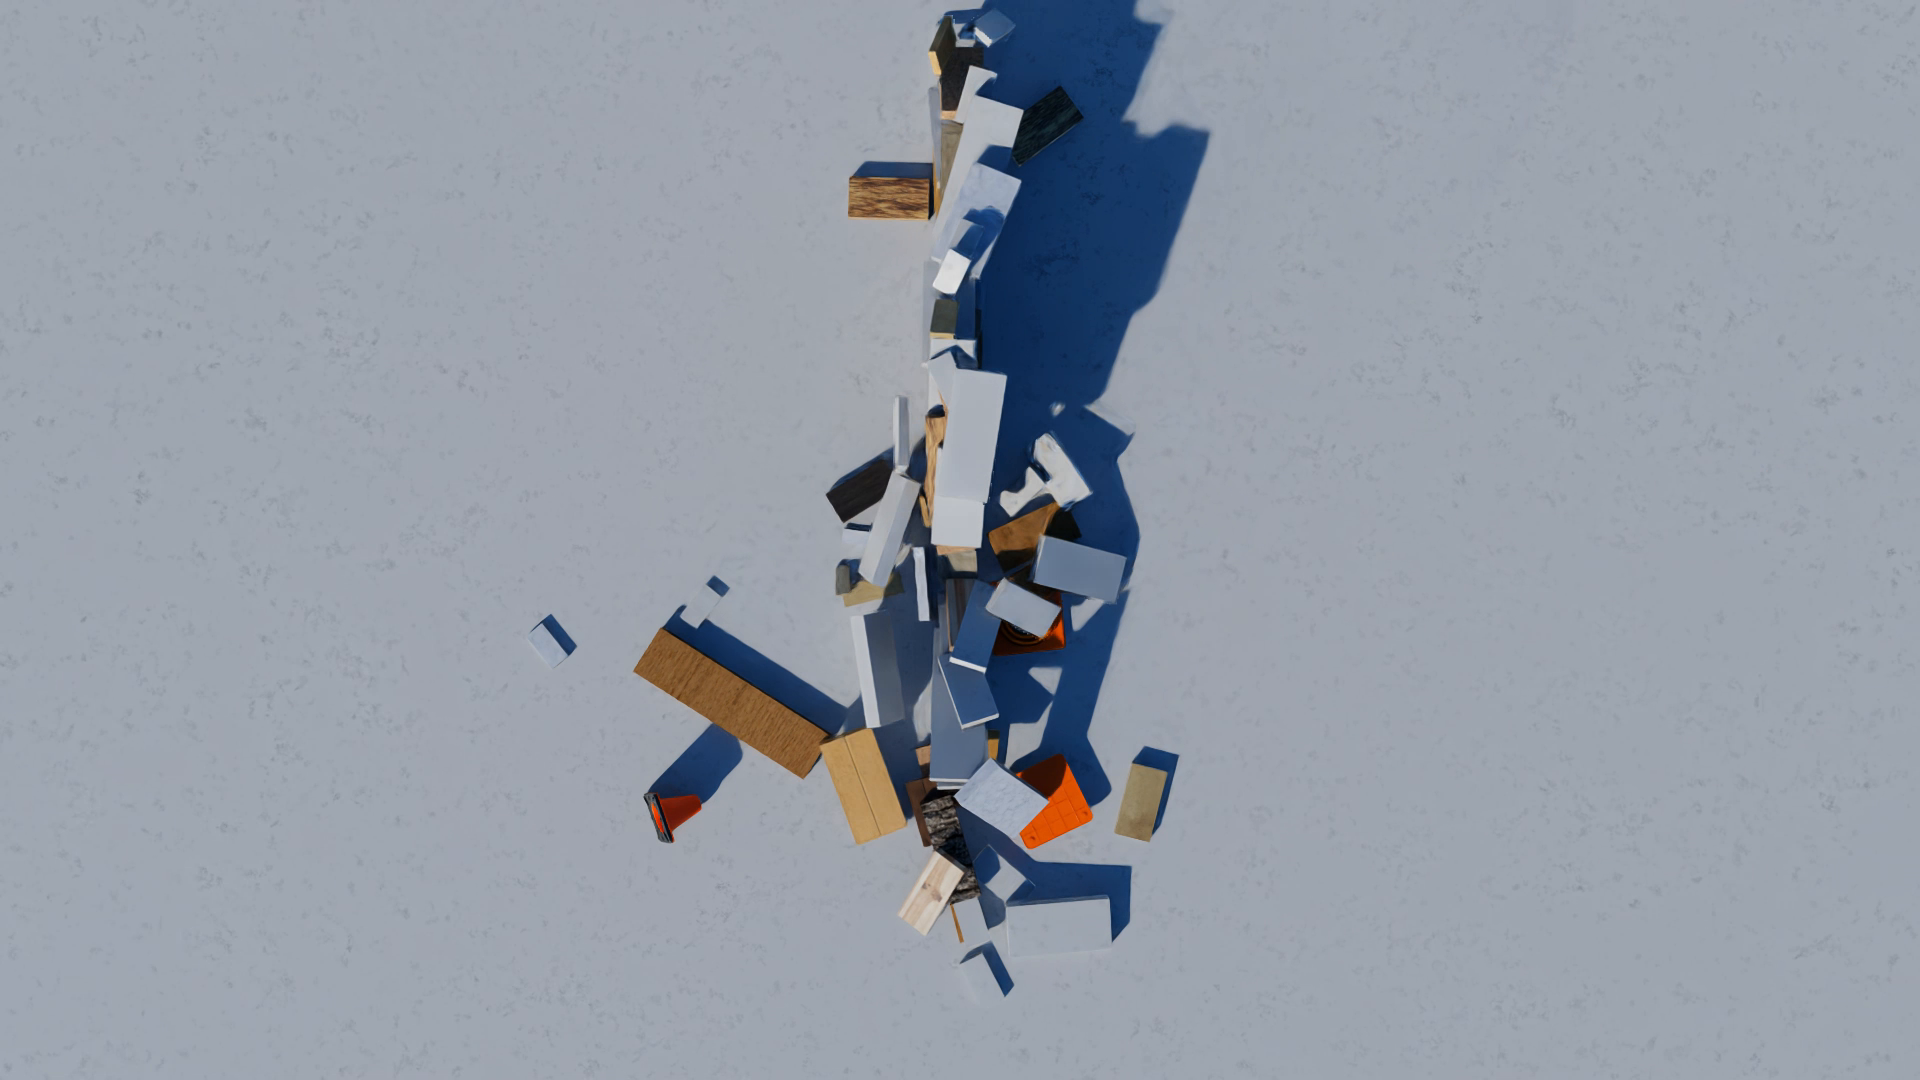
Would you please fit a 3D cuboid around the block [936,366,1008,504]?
[{"bbox_3d":[0.035,-0.322,5.041,0.157,0.045,0.400,8,105,-1],"label":"block"}]

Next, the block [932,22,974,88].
[{"bbox_3d":[-0.006,-1.436,5.481,0.133,0.038,0.546,-4,90,0],"label":"block"}]

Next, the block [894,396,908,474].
[{"bbox_3d":[-0.189,-0.339,5.341,0.032,0.113,0.226,1,80,-8],"label":"block"}]

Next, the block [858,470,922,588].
[{"bbox_3d":[-0.232,-0.037,5.390,0.051,0.179,0.357,17,96,-20],"label":"block"}]

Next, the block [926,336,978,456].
[{"bbox_3d":[-0.026,-0.444,5.134,0.143,0.040,0.376,3,110,0],"label":"block"}]

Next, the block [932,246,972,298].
[{"bbox_3d":[-0.023,-0.829,5.098,0.076,0.021,0.151,30,132,1],"label":"block"}]

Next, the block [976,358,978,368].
[{"bbox_3d":[-0.012,-0.453,5.281,0.130,0.037,0.260,2,111,0],"label":"block"}]

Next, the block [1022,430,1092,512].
[{"bbox_3d":[0.322,-0.227,5.443,0.113,0.032,0.249,-37,78,17],"label":"block"}]

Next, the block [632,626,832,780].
[{"bbox_3d":[-0.754,0.541,5.476,0.670,0.048,0.171,32,90,0],"label":"block"}]

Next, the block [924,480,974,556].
[{"bbox_3d":[-0.034,-0.081,5.302,0.122,0.035,0.244,-11,105,1],"label":"block"}]

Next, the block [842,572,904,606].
[{"bbox_3d":[-0.292,0.165,5.490,0.202,0.020,0.070,-14,90,0],"label":"block"}]

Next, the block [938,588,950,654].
[{"bbox_3d":[-0.005,0.280,5.440,0.124,0.035,0.247,-4,70,-2],"label":"block"}]

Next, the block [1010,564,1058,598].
[{"bbox_3d":[0.282,0.119,5.419,0.238,0.034,0.119,-29,112,-23],"label":"block"}]

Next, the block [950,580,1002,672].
[{"bbox_3d":[0.065,0.278,5.341,0.120,0.034,0.294,18,60,1],"label":"block"}]

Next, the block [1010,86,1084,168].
[{"bbox_3d":[0.265,-1.374,5.481,0.266,0.038,0.133,-36,90,0],"label":"block"}]

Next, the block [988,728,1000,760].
[{"bbox_3d":[0.068,0.732,5.485,0.105,0.030,0.211,7,90,0],"label":"block"}]

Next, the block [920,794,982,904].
[{"bbox_3d":[-0.031,1.017,5.428,0.105,0.030,0.349,-17,93,0],"label":"block"}]

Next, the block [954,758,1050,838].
[{"bbox_3d":[0.137,0.834,5.313,0.171,0.342,0.048,-46,48,2],"label":"block"}]

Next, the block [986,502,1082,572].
[{"bbox_3d":[0.245,-0.017,5.480,0.285,0.040,0.143,-25,90,0],"label":"block"}]

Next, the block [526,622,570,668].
[{"bbox_3d":[-1.372,0.353,5.490,0.070,0.020,0.140,-39,90,0],"label":"block"}]

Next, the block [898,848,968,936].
[{"bbox_3d":[-0.091,1.157,5.422,0.119,0.034,0.280,35,111,14],"label":"block"}]

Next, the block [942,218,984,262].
[{"bbox_3d":[0.010,-0.913,5.116,0.076,0.021,0.151,23,86,4],"label":"block"}]

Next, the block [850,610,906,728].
[{"bbox_3d":[-0.267,0.420,5.409,0.051,0.179,0.364,-9,90,26],"label":"block"}]

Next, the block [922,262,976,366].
[{"bbox_3d":[-0.036,-0.709,5.170,0.165,0.047,0.330,0,79,2],"label":"block"}]

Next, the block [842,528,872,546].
[{"bbox_3d":[-0.343,-0.008,5.493,0.096,0.014,0.048,8,90,0],"label":"block"}]

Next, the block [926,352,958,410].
[{"bbox_3d":[-0.031,-0.487,5.056,0.081,0.023,0.161,-25,87,10],"label":"block"}]

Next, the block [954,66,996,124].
[{"bbox_3d":[0.049,-1.401,5.220,0.089,0.025,0.177,16,98,-4],"label":"block"}]

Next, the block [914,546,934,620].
[{"bbox_3d":[-0.118,0.143,5.439,0.034,0.120,0.239,-5,90,7],"label":"block"}]

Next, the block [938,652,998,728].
[{"bbox_3d":[0.026,0.473,5.316,0.124,0.035,0.248,-17,65,-9],"label":"block"}]

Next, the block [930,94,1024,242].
[{"bbox_3d":[0.053,-1.155,5.225,0.165,0.047,0.467,16,99,-6],"label":"block"}]

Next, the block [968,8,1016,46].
[{"bbox_3d":[0.106,-1.690,5.427,0.089,0.177,0.025,41,134,0],"label":"block"}]

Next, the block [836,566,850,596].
[{"bbox_3d":[-0.388,0.135,5.478,0.048,0.014,0.096,-4,73,3],"label":"block"}]

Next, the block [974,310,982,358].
[{"bbox_3d":[-0.005,-0.607,5.267,0.130,0.037,0.260,4,109,0],"label":"block"}]

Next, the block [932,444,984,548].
[{"bbox_3d":[-0.001,-0.137,5.153,0.157,0.045,0.315,5,109,0],"label":"block"}]

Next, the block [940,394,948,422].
[{"bbox_3d":[-0.008,-0.402,5.081,0.081,0.023,0.161,-13,87,2],"label":"block"}]
